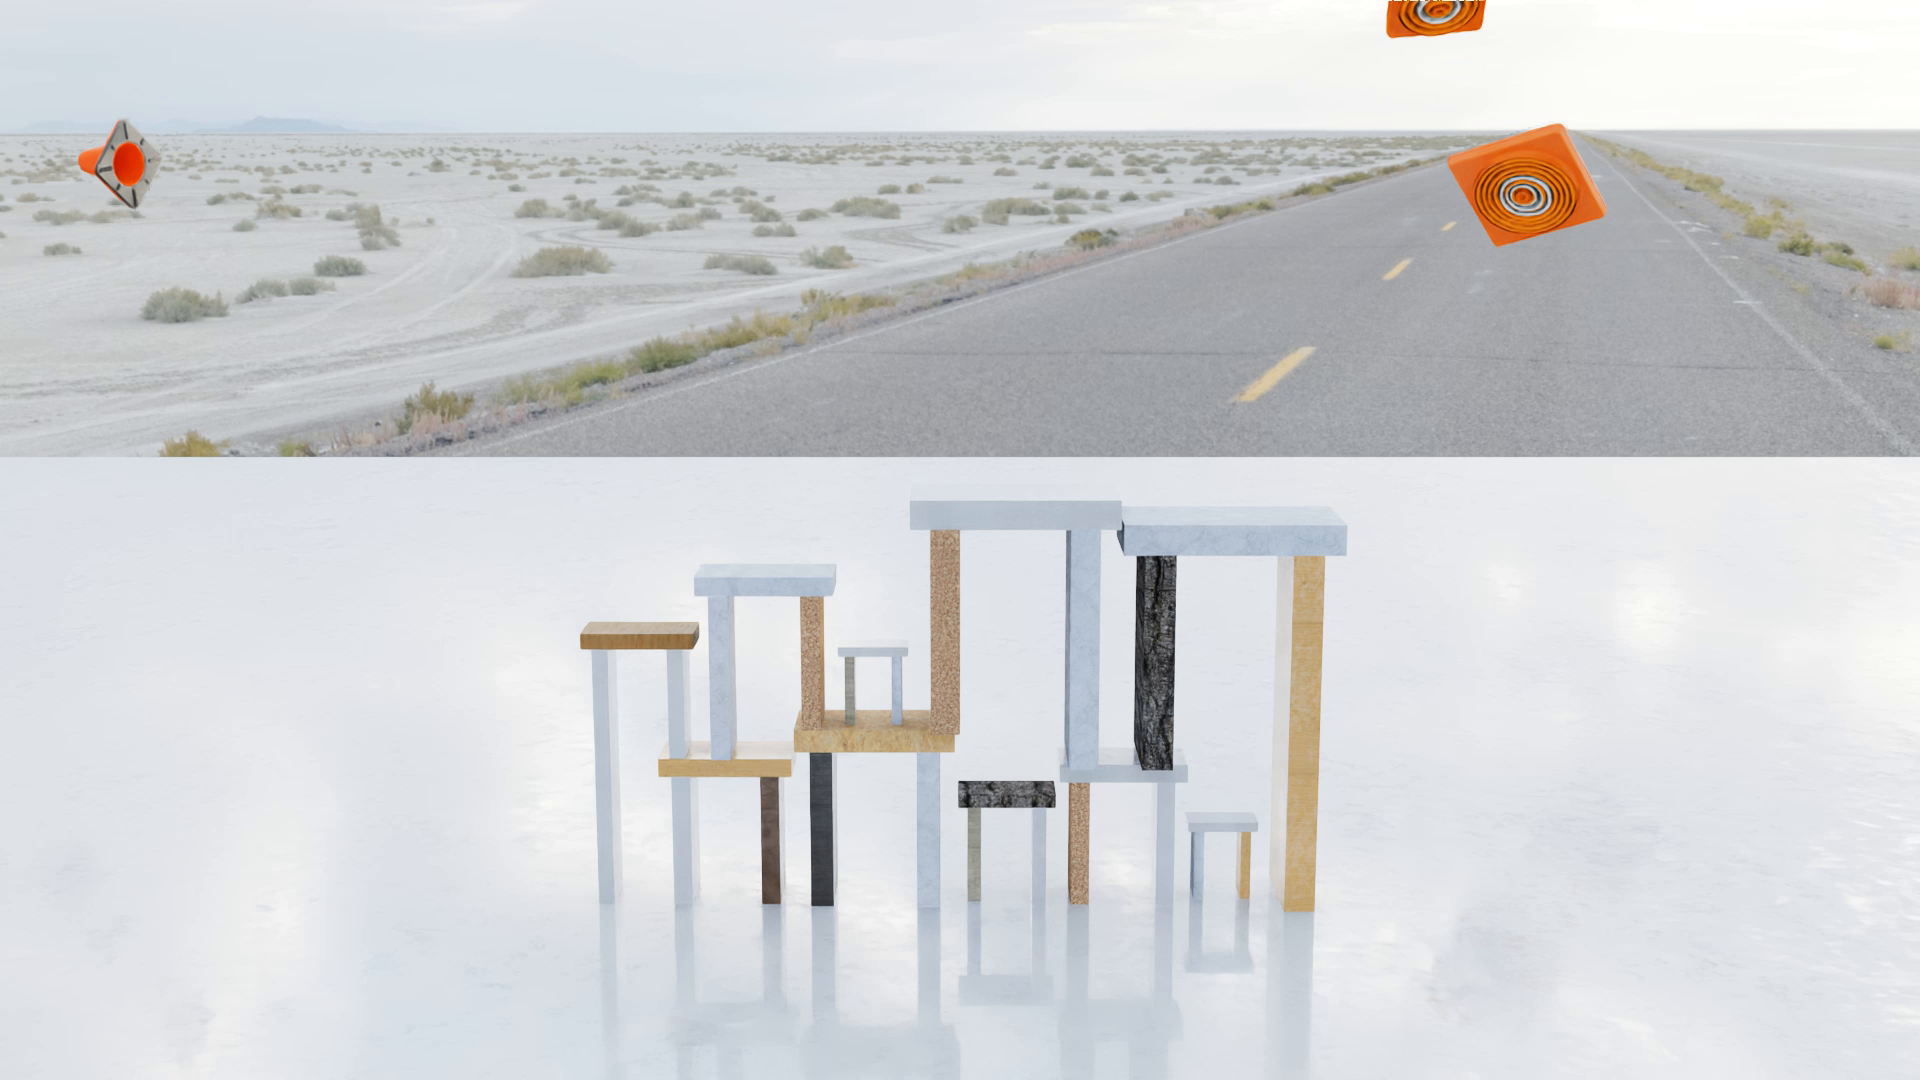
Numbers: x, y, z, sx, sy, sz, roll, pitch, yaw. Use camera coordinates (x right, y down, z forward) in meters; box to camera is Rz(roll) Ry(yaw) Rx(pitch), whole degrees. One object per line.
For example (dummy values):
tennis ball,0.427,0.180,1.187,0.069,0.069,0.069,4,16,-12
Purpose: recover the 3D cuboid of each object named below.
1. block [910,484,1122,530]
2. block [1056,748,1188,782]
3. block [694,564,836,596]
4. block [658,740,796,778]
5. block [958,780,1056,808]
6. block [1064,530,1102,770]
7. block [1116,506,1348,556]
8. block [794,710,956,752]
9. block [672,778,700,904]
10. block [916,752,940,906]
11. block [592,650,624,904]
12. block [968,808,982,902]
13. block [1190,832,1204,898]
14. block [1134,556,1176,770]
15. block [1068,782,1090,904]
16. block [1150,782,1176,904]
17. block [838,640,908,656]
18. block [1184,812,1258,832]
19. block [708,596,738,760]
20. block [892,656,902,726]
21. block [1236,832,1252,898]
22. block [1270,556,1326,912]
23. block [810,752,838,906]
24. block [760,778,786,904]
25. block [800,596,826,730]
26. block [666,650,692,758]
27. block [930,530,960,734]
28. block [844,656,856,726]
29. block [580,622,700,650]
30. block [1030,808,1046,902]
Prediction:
block,0.088,-0.054,3.547,0.334,0.047,0.167,0,11,0
block,0.266,0.370,3.627,0.209,0.030,0.104,0,11,0
block,-0.314,0.065,3.567,0.221,0.031,0.111,0,11,0
block,-0.383,0.361,3.630,0.217,0.031,0.108,0,11,0
block,0.077,0.421,3.640,0.160,0.023,0.080,0,11,0
block,0.199,0.163,3.587,0.047,0.393,0.167,0,11,0
block,0.435,-0.015,3.559,0.352,0.050,0.176,0,11,0
block,-0.139,0.314,3.622,0.261,0.037,0.131,0,11,0
block,-0.455,0.483,3.652,0.031,0.217,0.108,0,11,0
block,-0.052,0.461,3.650,0.037,0.261,0.131,0,11,0
block,-0.581,0.379,3.627,0.026,0.429,0.091,0,11,0
block,0.024,0.511,3.657,0.023,0.160,0.080,0,11,0
block,0.395,0.533,3.662,0.016,0.115,0.058,0,11,0
block,0.318,0.182,3.596,0.050,0.352,0.176,0,10,0
block,0.197,0.488,3.649,0.030,0.209,0.104,0,11,0
block,0.336,0.488,3.649,0.030,0.209,0.104,0,11,0
block,-0.141,0.176,3.593,0.114,0.016,0.057,0,11,0
block,0.433,0.468,3.650,0.115,0.016,0.058,0,11,0
block,-0.388,0.214,3.595,0.031,0.272,0.111,0,11,0
block,-0.103,0.241,3.605,0.016,0.114,0.057,0,11,0
block,0.472,0.533,3.662,0.016,0.115,0.058,0,11,0
block,0.553,0.299,3.617,0.050,0.590,0.176,0,11,0
block,-0.226,0.461,3.650,0.037,0.261,0.131,0,11,0
block,-0.310,0.483,3.652,0.031,0.217,0.108,0,11,0
block,-0.240,0.189,3.591,0.031,0.221,0.111,0,11,0
block,-0.460,0.258,3.604,0.026,0.182,0.091,0,11,0
block,-0.024,0.133,3.581,0.047,0.334,0.167,0,11,0
block,-0.179,0.241,3.605,0.016,0.114,0.057,0,11,0
block,-0.521,0.156,3.585,0.182,0.026,0.091,0,11,0
block,0.130,0.511,3.657,0.023,0.160,0.080,0,11,0
